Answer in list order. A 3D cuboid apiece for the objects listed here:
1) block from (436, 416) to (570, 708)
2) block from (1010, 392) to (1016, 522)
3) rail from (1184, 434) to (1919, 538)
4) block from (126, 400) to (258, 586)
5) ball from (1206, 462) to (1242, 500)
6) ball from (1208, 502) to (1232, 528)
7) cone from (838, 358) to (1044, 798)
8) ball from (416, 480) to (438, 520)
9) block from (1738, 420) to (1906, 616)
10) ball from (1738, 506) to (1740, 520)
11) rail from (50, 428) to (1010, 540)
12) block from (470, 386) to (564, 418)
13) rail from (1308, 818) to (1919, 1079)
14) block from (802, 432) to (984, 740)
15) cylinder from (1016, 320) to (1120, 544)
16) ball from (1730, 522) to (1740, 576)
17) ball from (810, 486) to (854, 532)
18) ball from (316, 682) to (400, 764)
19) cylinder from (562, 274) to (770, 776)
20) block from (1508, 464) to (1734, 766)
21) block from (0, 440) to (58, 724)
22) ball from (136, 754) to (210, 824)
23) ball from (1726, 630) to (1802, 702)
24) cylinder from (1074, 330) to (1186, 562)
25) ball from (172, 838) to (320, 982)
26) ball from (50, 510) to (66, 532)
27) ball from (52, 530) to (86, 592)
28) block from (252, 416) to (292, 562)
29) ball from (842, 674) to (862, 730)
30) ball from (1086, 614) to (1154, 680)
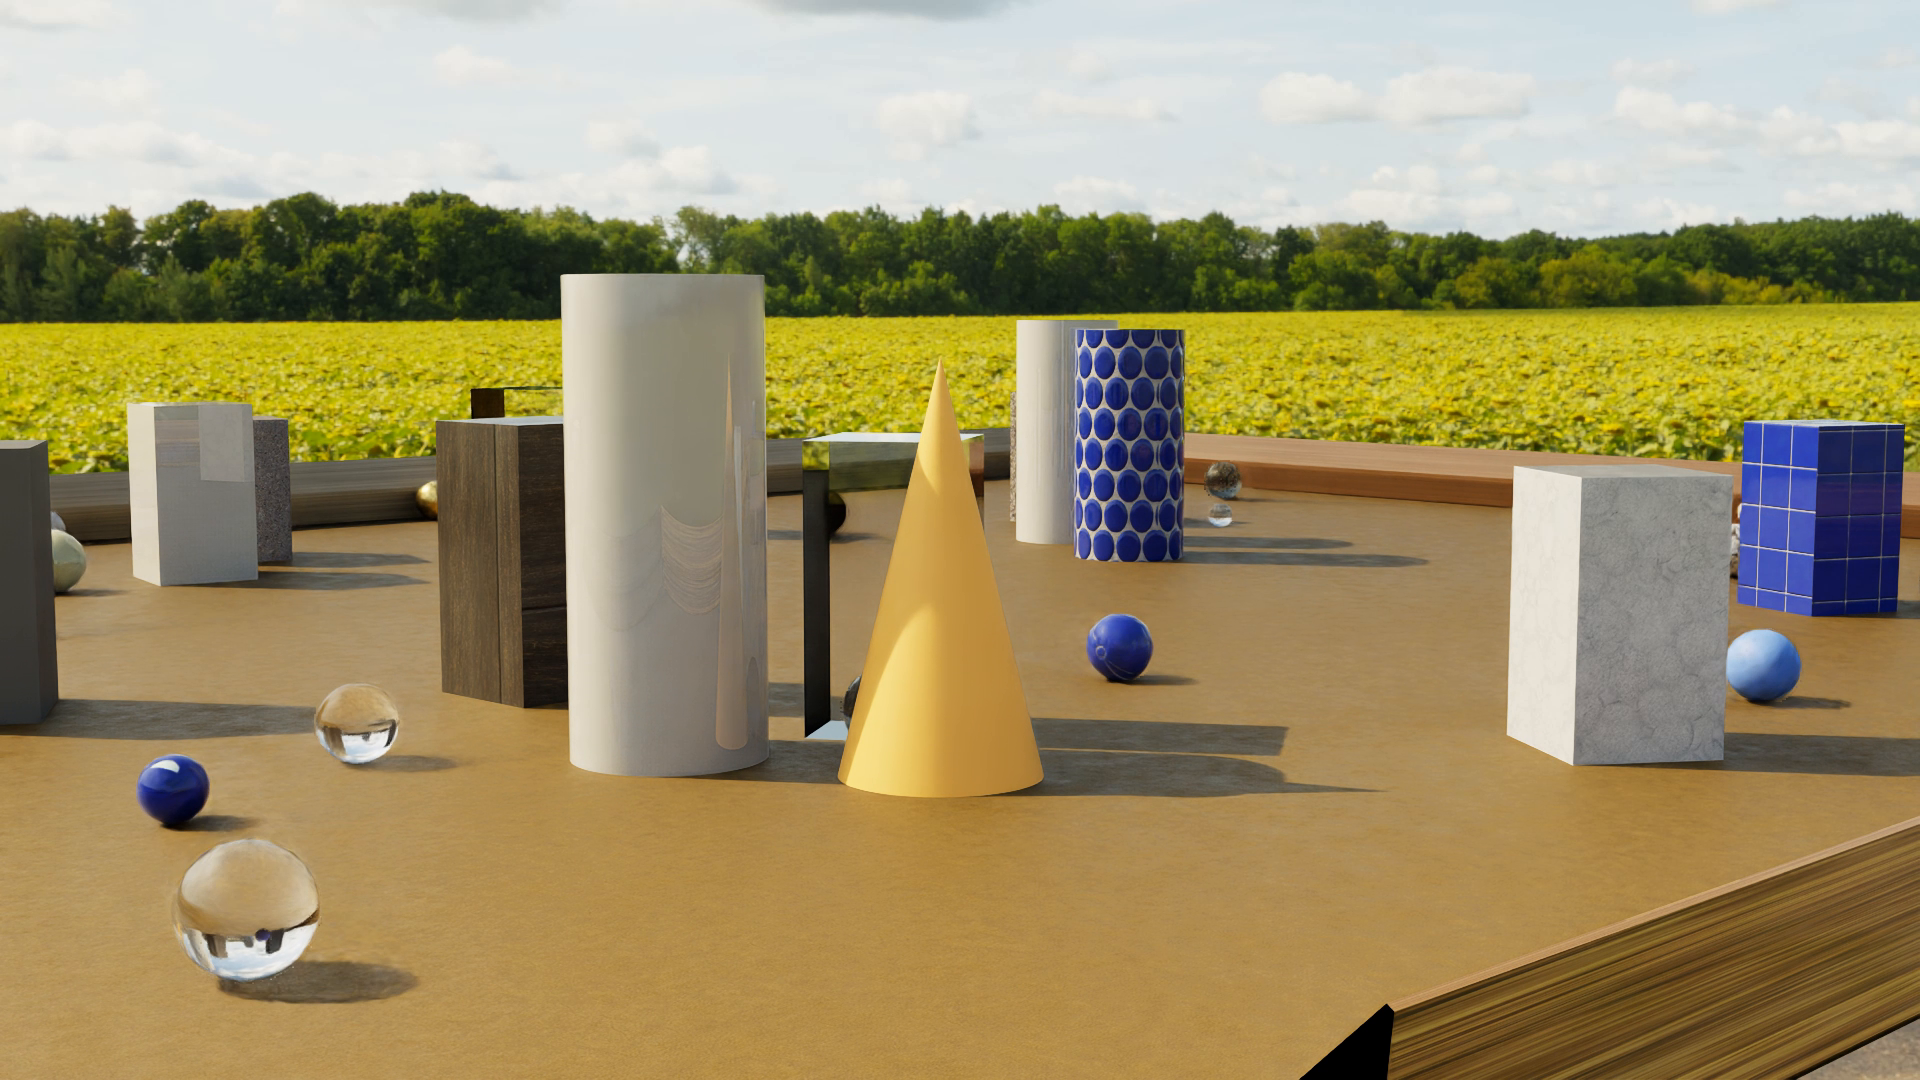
[{"bbox_3d":[-0.495,0.019,2.566,0.159,0.318,0.159,5,8,42],"label":"block"},{"bbox_3d":[0.219,-0.178,4.665,0.159,0.275,0.159,5,8,41],"label":"block"},{"bbox_3d":[1.481,-0.108,4.691,0.045,0.129,3.704,-5,8,-42],"label":"rail"},{"bbox_3d":[-1.279,-0.082,3.662,0.159,0.292,0.159,-4,7,-35],"label":"block"},{"bbox_3d":[0.626,-0.141,5.214,0.088,0.088,0.088,0,6,0],"label":"ball"},{"bbox_3d":[0.538,-0.051,4.536,0.051,0.051,0.051,0,6,0],"label":"ball"},{"bbox_3d":[-0.018,0.026,2.097,0.199,0.403,0.199,0,6,0],"label":"cone"},{"bbox_3d":[-1.121,-0.085,4.700,0.083,0.083,0.083,0,6,0],"label":"ball"},{"bbox_3d":[1.290,-0.037,3.300,0.159,0.278,0.159,-2,6,-20],"label":"block"},{"bbox_3d":[1.620,-0.056,4.471,0.073,0.073,0.073,0,6,0],"label":"ball"},{"bbox_3d":[-1.240,-0.106,4.668,4.076,0.129,0.045,-5,8,-42],"label":"rail"},{"bbox_3d":[-0.773,-0.124,4.007,0.159,0.305,0.159,4,7,31],"label":"block"},{"bbox_3d":[1.240,0.173,1.995,4.076,0.129,0.045,-5,8,-42],"label":"rail"},{"bbox_3d":[-0.068,0.046,2.342,0.159,0.311,0.159,1,6,12],"label":"block"},{"bbox_3d":[0.209,-0.214,4.279,0.199,0.426,0.199,0,6,0],"label":"cylinder"},{"bbox_3d":[1.298,0.016,3.695,0.090,0.090,0.090,0,6,0],"label":"ball"},{"bbox_3d":[-0.260,-0.062,4.451,0.090,0.090,0.090,0,6,0],"label":"ball"},{"bbox_3d":[-0.594,0.181,2.170,0.080,0.080,0.080,0,6,0],"label":"ball"},{"bbox_3d":[-0.291,-0.021,2.181,0.199,0.479,0.199,0,6,0],"label":"cylinder"},{"bbox_3d":[0.668,0.071,2.238,0.159,0.284,0.159,-1,6,-9],"label":"block"},{"bbox_3d":[-1.094,0.044,2.423,0.159,0.298,0.159,-2,6,-16],"label":"block"},{"bbox_3d":[-0.685,0.217,1.917,0.060,0.060,0.060,0,6,0],"label":"ball"},{"bbox_3d":[0.916,0.143,2.511,0.083,0.083,0.083,0,6,0],"label":"ball"},{"bbox_3d":[0.307,-0.175,3.988,0.199,0.411,0.199,0,6,0],"label":"cylinder"},{"bbox_3d":[-0.476,0.246,1.466,0.094,0.094,0.094,0,6,0],"label":"ball"},{"bbox_3d":[-1.665,-0.013,3.974,0.091,0.091,0.091,0,6,0],"label":"ball"},{"bbox_3d":[-1.437,0.034,3.482,0.099,0.099,0.099,0,6,0],"label":"ball"},{"bbox_3d":[-1.306,-0.093,3.962,0.159,0.252,0.159,-3,7,-29],"label":"block"},{"bbox_3d":[-0.077,0.171,2.232,0.085,0.085,0.085,0,6,0],"label":"ball"},{"bbox_3d":[0.193,0.129,2.658,0.081,0.081,0.081,0,6,0],"label":"ball"}]
